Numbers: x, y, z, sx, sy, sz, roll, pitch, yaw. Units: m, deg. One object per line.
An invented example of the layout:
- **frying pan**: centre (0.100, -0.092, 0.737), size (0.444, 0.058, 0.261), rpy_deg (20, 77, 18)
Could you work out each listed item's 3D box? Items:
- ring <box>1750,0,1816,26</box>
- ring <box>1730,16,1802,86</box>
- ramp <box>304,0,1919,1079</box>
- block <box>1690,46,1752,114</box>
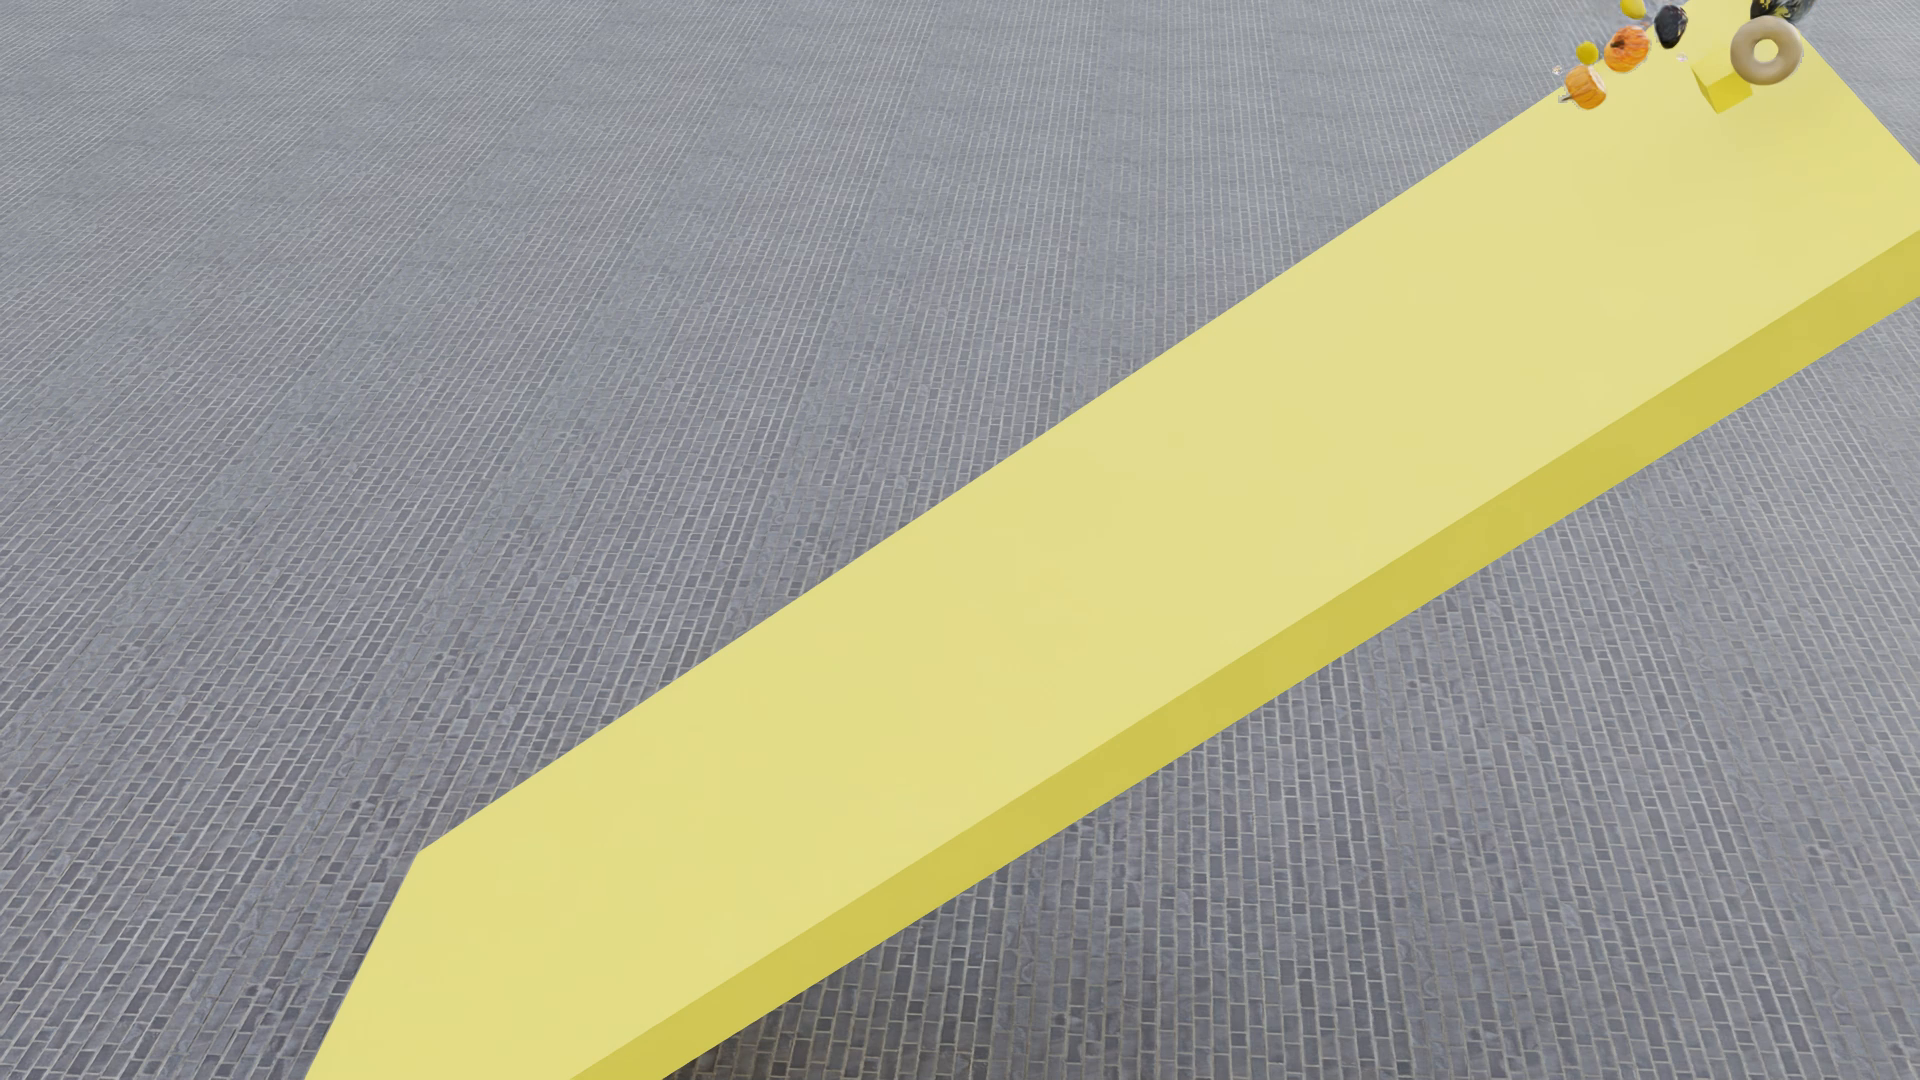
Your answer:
- **ring**: centre (1.595, -1.041, 5.697), size (0.139, 0.139, 0.046), rpy_deg (-10, 55, -24)
- **ring**: centre (1.531, -0.930, 5.591), size (0.134, 0.134, 0.045), rpy_deg (3, 20, 7)
- **ramp**: centre (0.131, 0.177, 6.316), size (4.000, 0.100, 2.000), rpy_deg (-34, 16, 16)
- **block**: centre (1.482, -0.894, 5.722), size (0.077, 0.077, 0.077), rpy_deg (-29, 43, 10)
